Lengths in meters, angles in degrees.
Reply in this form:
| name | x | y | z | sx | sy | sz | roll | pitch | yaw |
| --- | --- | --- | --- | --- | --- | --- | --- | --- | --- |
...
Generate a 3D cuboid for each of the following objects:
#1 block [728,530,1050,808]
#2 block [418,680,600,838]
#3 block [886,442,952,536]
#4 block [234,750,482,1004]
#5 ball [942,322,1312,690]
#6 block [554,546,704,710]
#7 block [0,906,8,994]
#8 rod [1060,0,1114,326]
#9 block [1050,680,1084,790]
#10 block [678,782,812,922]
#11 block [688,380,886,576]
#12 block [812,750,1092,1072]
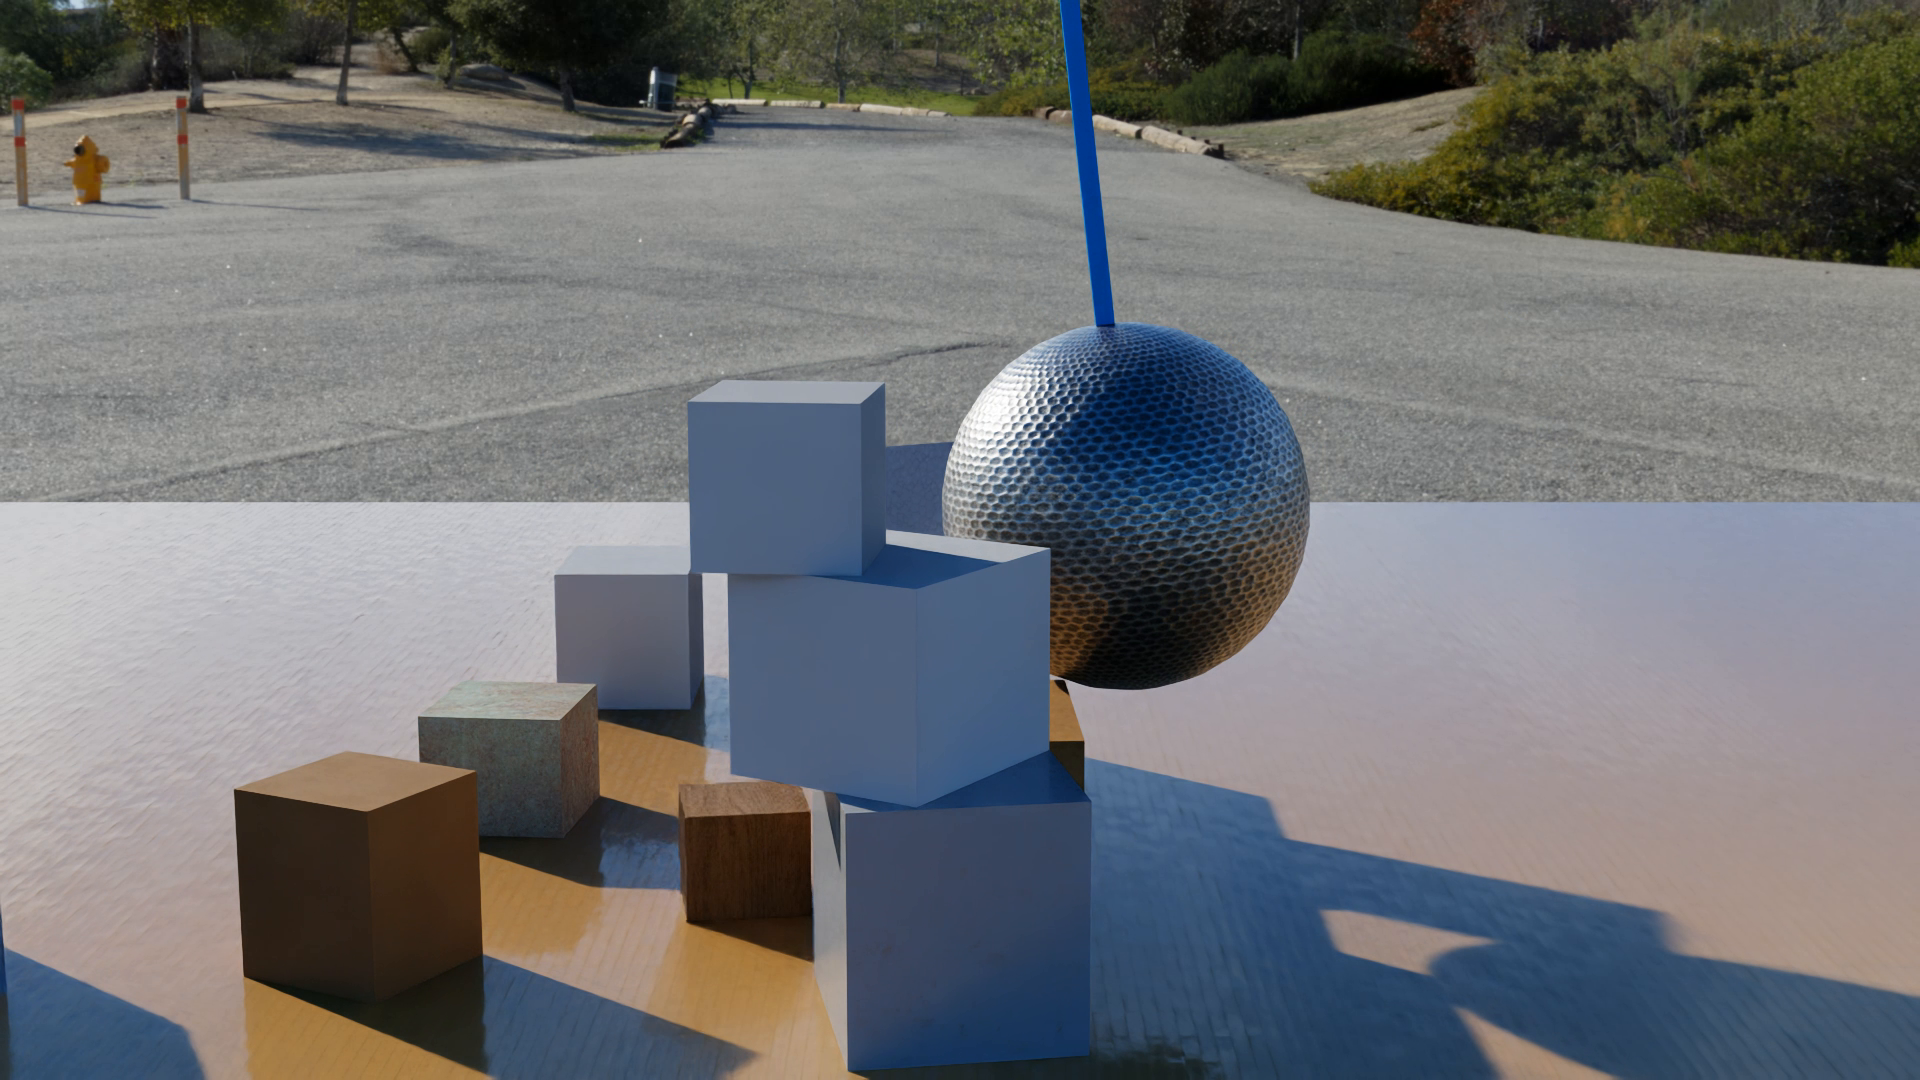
| name | x | y | z | sx | sy | sz | roll | pitch | yaw |
| --- | --- | --- | --- | --- | --- | --- | --- | --- | --- |
| block | -0.253 | 0.448 | 9.580 | 0.821 | 0.785 | 0.928 | 6 | 12 | 32 |
| block | -2.145 | 1.039 | 12.272 | 0.672 | 0.565 | 0.718 | 1 | 10 | 6 |
| block | -0.128 | -0.024 | 12.739 | 0.813 | 0.817 | 0.741 | -3 | -5 | 33 |
| block | -2.375 | 1.320 | 10.169 | 0.668 | 0.764 | 0.650 | 5 | 12 | 27 |
| ball | 0.719 | -0.147 | 11.154 | 1.600 | 1.600 | 1.600 | 0 | 10 | 0 |
| block | -1.882 | 0.491 | 14.712 | 0.741 | 0.771 | 0.879 | 0 | 10 | -1 |
| block | -4.089 | 1.395 | 10.029 | 0.596 | 0.667 | 0.653 | -5 | 11 | -24 |
| rod | 0.312 | -3.468 | 10.550 | 0.080 | 5.200 | 0.080 | -7 | 10 | 1 |
| block | -0.010 | 1.148 | 10.728 | 0.970 | 0.902 | 1.043 | 0 | 10 | -2 |
| block | -0.925 | 1.327 | 10.992 | 0.526 | 0.457 | 0.502 | -2 | 10 | -9 |
| block | -0.624 | -0.239 | 9.436 | 0.621 | 0.618 | 0.649 | 1 | 10 | 6 |
| block | -0.053 | 1.324 | 9.622 | 0.882 | 0.953 | 1.006 | -2 | 10 | -10 |
